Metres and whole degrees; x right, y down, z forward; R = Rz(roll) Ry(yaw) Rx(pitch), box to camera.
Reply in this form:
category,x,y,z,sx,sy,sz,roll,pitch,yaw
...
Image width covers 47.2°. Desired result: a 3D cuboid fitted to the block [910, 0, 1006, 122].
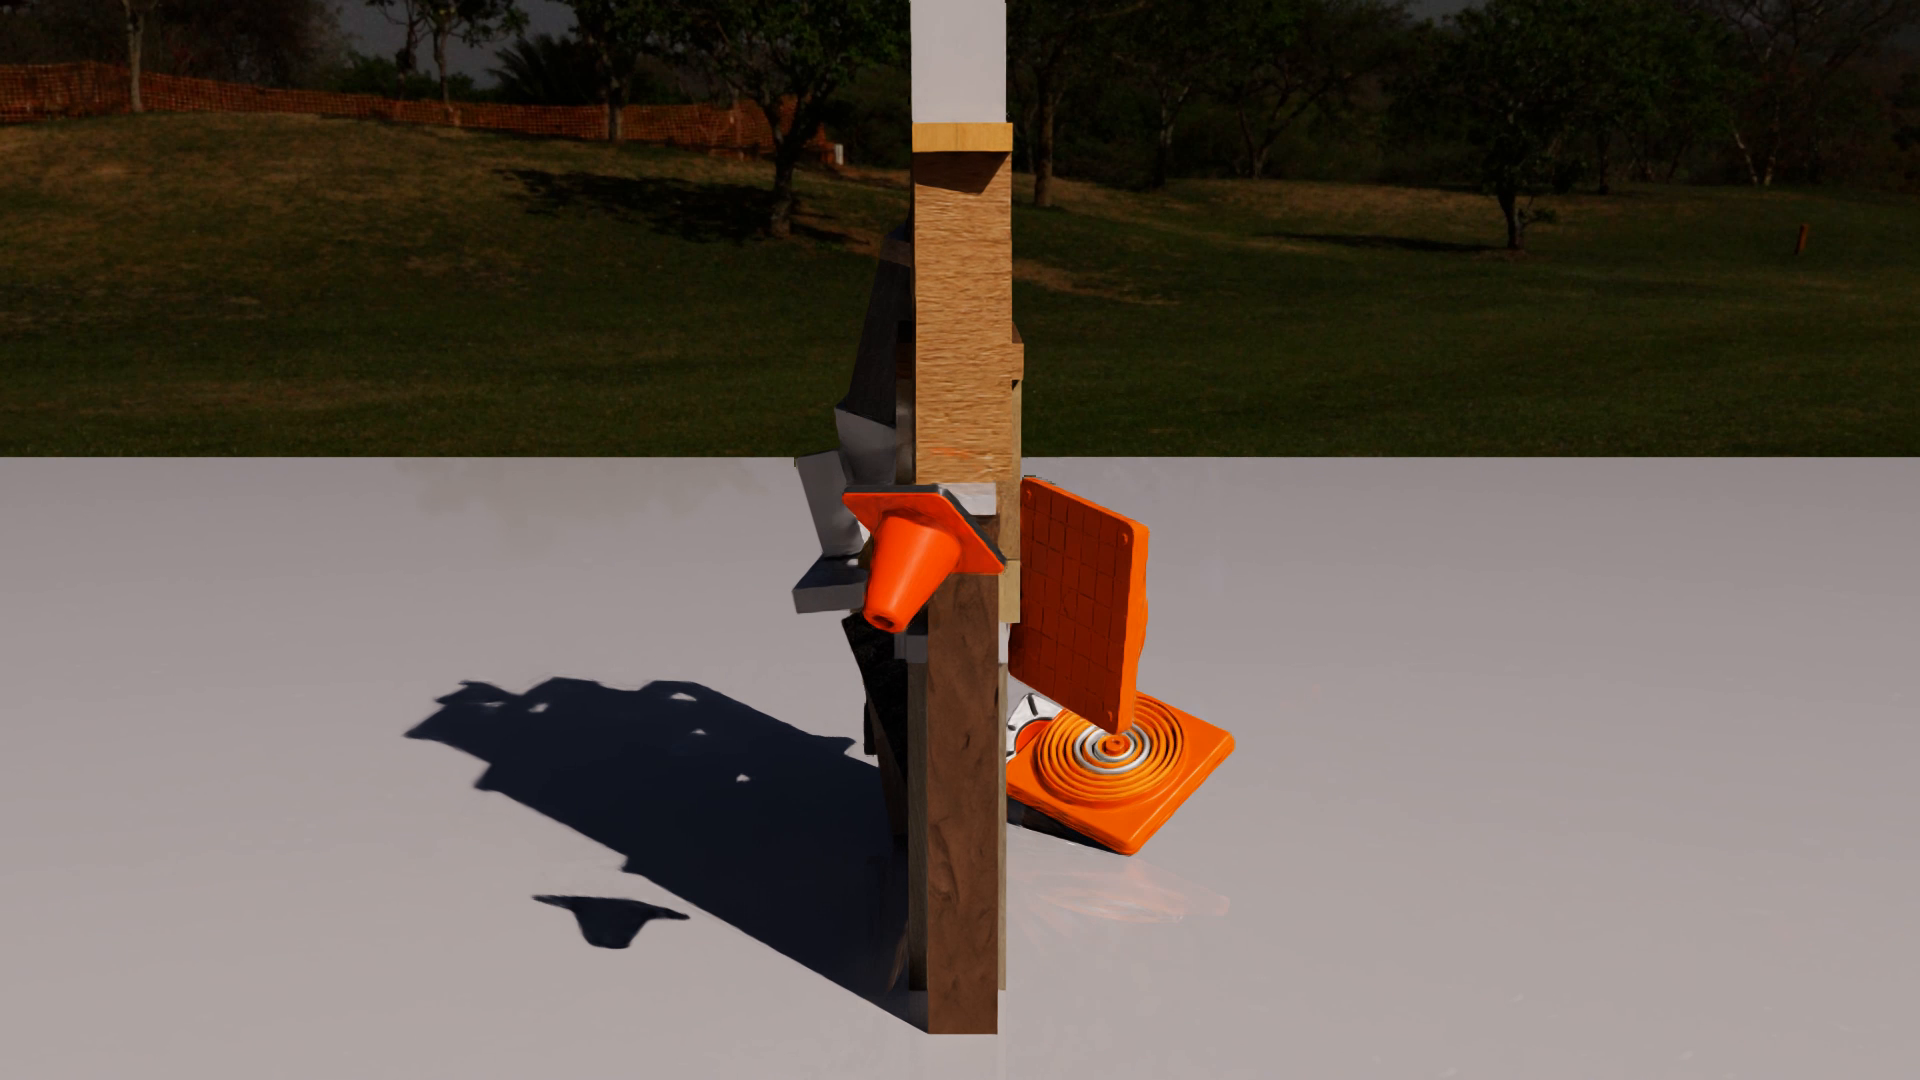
category,x,y,z,sx,sy,sz,roll,pitch,yaw
block,-0.002,-0.714,3.055,0.131,0.263,0.037,0,16,0

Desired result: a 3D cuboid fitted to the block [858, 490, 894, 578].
category,x,y,z,sx,sy,sz,roll,pitch,yaw
block,-0.087,-0.023,3.633,0.094,0.187,0.027,18,26,-22

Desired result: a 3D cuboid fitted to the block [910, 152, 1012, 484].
category,x,y,z,sx,sy,sz,roll,pitch,yaw
block,0.002,-0.306,3.031,0.133,0.453,0.038,-2,11,-10

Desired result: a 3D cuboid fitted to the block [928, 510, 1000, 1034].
category,x,y,z,sx,sy,sz,roll,pitch,yaw
block,0.004,0.327,3.055,0.098,0.741,0.028,0,9,0

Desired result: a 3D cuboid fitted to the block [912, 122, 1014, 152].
category,x,y,z,sx,sy,sz,roll,pitch,yaw
block,0.003,-0.558,3.047,0.133,0.038,0.266,0,10,0

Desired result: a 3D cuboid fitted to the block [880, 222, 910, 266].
category,x,y,z,sx,sy,sz,roll,pitch,yaw
block,-0.036,-0.499,3.707,0.135,0.038,0.269,16,20,7

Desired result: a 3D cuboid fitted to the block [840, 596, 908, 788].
category,x,y,z,sx,sy,sz,roll,pitch,yaw
block,-0.071,0.251,3.771,0.160,0.319,0.045,-26,-19,8

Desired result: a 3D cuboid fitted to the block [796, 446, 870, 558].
category,x,y,z,sx,sy,sz,roll,pitch,yaw
block,-0.221,-0.066,3.887,0.094,0.187,0.027,-9,12,34

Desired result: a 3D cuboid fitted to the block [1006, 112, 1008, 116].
category,x,y,z,sx,sy,sz,roll,pitch,yaw
block,0.025,-0.661,3.493,0.085,0.024,0.170,12,0,-3

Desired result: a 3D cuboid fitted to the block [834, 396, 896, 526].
category,x,y,z,sx,sy,sz,roll,pitch,yaw
block,-0.143,-0.126,3.881,0.131,0.261,0.037,21,50,25

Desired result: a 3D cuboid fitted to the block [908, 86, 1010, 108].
category,x,y,z,sx,sy,sz,roll,pitch,yaw
block,0.000,-0.724,3.602,0.102,0.029,0.204,14,17,16

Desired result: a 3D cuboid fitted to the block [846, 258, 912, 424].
category,x,y,z,sx,sy,sz,roll,pitch,yaw
block,-0.095,-0.331,3.671,0.135,0.269,0.038,16,19,6

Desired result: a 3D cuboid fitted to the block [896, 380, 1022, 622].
category,x,y,z,sx,sy,sz,roll,pitch,yaw
block,-0.002,-0.061,3.201,0.180,0.359,0.051,0,11,0

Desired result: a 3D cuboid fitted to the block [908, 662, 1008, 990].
category,x,y,z,sx,sy,sz,roll,pitch,yaw
block,-0.004,0.415,3.229,0.144,0.505,0.041,0,11,0

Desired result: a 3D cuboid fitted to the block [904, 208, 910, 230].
category,x,y,z,sx,sy,sz,roll,pitch,yaw
block,-0.021,-0.602,3.630,0.102,0.204,0.029,11,25,-4

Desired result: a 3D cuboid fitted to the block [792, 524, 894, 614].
category,x,y,z,sx,sy,sz,roll,pitch,yaw
block,-0.171,0.044,3.922,0.160,0.045,0.319,-6,19,17

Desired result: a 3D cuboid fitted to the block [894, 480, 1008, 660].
category,x,y,z,sx,sy,sz,roll,pitch,yaw
block,-0.012,-0.049,3.446,0.180,0.475,0.051,0,11,0

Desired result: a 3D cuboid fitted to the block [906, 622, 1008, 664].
category,x,y,z,sx,sy,sz,roll,pitch,yaw
block,-0.005,0.128,3.274,0.144,0.041,0.287,0,11,0

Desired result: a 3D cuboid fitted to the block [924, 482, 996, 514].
category,x,y,z,sx,sy,sz,roll,pitch,yaw
block,0.001,-0.067,3.063,0.098,0.028,0.195,0,11,1

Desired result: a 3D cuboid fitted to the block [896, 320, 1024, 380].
category,x,y,z,sx,sy,sz,roll,pitch,yaw
block,-0.003,-0.286,3.280,0.180,0.051,0.359,0,11,-1

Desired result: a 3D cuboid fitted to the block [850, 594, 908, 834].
category,x,y,z,sx,sy,sz,roll,pitch,yaw
block,-0.088,0.277,3.983,0.160,0.488,0.045,-11,-8,2

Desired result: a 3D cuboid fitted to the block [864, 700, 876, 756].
category,x,y,z,sx,sy,sz,roll,pitch,yaw
block,-0.101,0.058,4.087,0.131,0.690,0.037,3,4,17
